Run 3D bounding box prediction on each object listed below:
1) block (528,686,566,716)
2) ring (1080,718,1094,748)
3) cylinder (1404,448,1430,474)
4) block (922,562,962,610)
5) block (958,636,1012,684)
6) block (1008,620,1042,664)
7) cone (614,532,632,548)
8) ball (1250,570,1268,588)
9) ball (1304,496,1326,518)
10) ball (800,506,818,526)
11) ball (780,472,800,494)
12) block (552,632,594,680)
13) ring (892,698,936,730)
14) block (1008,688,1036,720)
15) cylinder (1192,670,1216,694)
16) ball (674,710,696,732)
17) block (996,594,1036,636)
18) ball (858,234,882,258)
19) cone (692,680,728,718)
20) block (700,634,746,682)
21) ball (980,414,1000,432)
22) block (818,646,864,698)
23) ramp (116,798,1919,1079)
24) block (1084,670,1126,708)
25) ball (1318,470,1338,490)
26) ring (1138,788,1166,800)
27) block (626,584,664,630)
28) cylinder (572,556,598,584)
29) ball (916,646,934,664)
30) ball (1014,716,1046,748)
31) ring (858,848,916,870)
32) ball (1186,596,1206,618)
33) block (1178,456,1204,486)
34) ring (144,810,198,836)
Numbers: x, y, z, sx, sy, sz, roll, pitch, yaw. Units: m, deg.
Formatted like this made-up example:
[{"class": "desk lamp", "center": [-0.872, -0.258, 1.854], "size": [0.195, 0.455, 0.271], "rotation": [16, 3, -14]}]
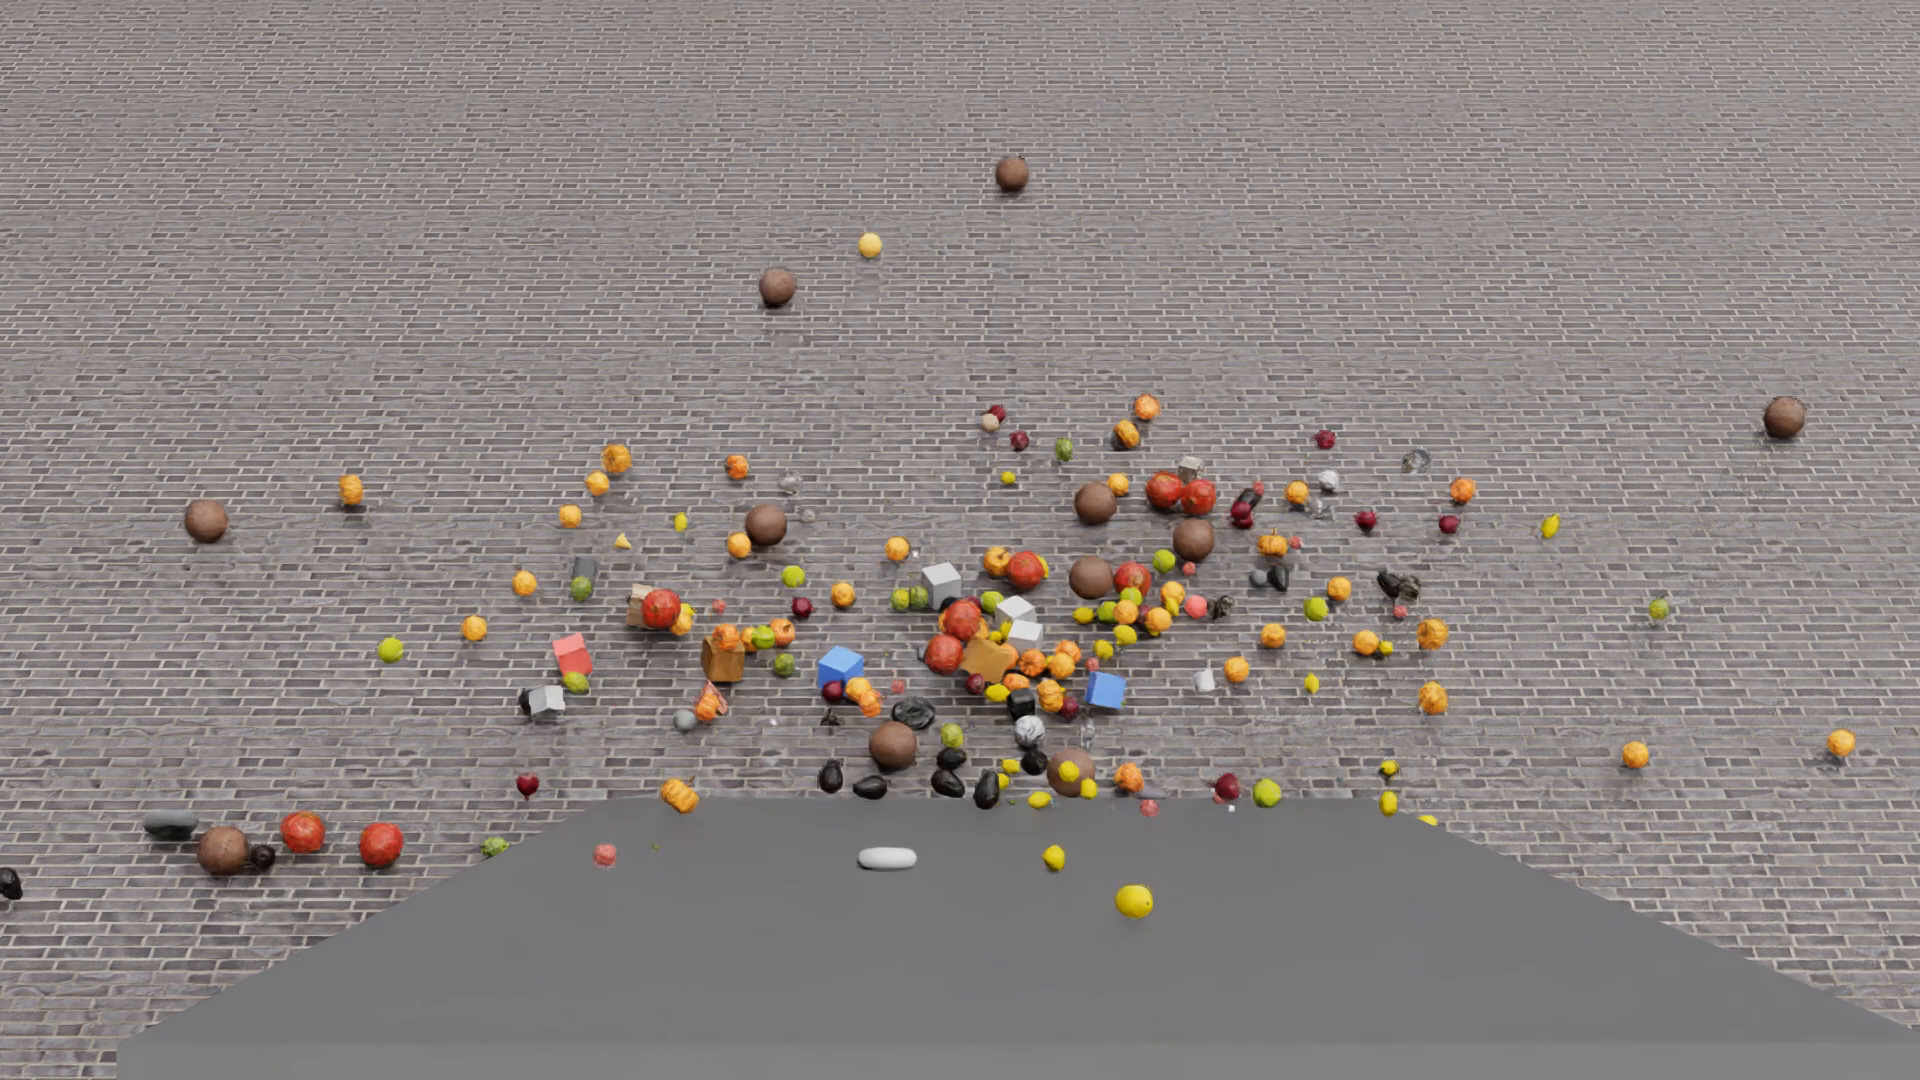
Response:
[{"class": "block", "center": [-1.146, 0.446, 7.201], "size": [0.066, 0.066, 0.066], "rotation": [-22, -19, 33]}, {"class": "ring", "center": [0.349, 0.528, 7.113], "size": [0.029, 0.087, 0.087], "rotation": [3, 35, -6]}, {"class": "cylinder", "center": [1.444, -0.250, 8.214], "size": [0.060, 0.060, 0.060], "rotation": [21, 50, -28]}, {"class": "block", "center": [-0.055, 0.135, 7.674], "size": [0.090, 0.090, 0.090], "rotation": [-14, 38, -19]}, {"class": "block", "center": [0.072, 0.339, 7.343], "size": [0.092, 0.092, 0.092], "rotation": [34, 10, 40]}, {"class": "block", "center": [0.186, 0.292, 7.457], "size": [0.083, 0.083, 0.083], "rotation": [9, 36, 12]}, {"class": "cone", "center": [-1.019, 0.013, 7.906], "size": [0.053, 0.053, 0.053], "rotation": [33, 39, -1]}, {"class": "ball", "center": [0.889, 0.116, 7.732], "size": [0.054, 0.054, 0.054], "rotation": [0, 35, 0]}, {"class": "ball", "center": [1.099, -0.102, 8.031], "size": [0.066, 0.066, 0.066], "rotation": [0, 35, 0]}, {"class": "ball", "center": [-0.466, -0.074, 7.999], "size": [0.058, 0.058, 0.058], "rotation": [0, 35, 0]}, {"class": "ball", "center": [-0.533, -0.181, 8.143], "size": [0.068, 0.068, 0.068], "rotation": [0, 35, 0]}, {"class": "block", "center": [-1.096, 0.331, 7.361], "size": [0.085, 0.085, 0.085], "rotation": [-19, 30, -6]}, {"class": "ring", "center": [-0.129, 0.484, 7.220], "size": [0.123, 0.041, 0.123], "rotation": [1, 35, 0]}, {"class": "block", "center": [0.171, 0.457, 7.241], "size": [0.060, 0.060, 0.060], "rotation": [-13, 37, -17]}, {"class": "cylinder", "center": [0.684, 0.397, 7.271], "size": [0.055, 0.055, 0.055], "rotation": [-8, 78, -12]}, {"class": "ball", "center": [-0.760, 0.497, 7.165], "size": [0.061, 0.061, 0.061], "rotation": [0, 35, 0]}, {"class": "block", "center": [0.160, 0.226, 7.552], "size": [0.082, 0.082, 0.082], "rotation": [-26, 42, -32]}, {"class": "ball", "center": [-0.324, -1.065, 9.386], "size": [0.086, 0.086, 0.086], "rotation": [0, 35, 0]}, {"class": "cone", "center": [-0.700, 0.426, 7.252], "size": [0.099, 0.099, 0.099], "rotation": [0, 35, 0]}, {"class": "block", "center": [-0.671, 0.333, 7.341], "size": [0.096, 0.096, 0.096], "rotation": [0, 30, -22]}, {"class": "ball", "center": [0.096, -0.379, 8.429], "size": [0.062, 0.062, 0.062], "rotation": [0, 35, 0]}, {"class": "block", "center": [-0.336, 0.372, 7.335], "size": [0.091, 0.091, 0.091], "rotation": [20, 40, 26]}, {"class": "ramp", "center": [0.077, 0.665, 4.838], "size": [2.000, 0.100, 4.000], "rotation": [0, -2, 0]}, {"class": "block", "center": [0.405, 0.417, 7.234], "size": [0.084, 0.084, 0.084], "rotation": [11, 1, -10]}, {"class": "ball", "center": [1.156, -0.188, 8.157], "size": [0.063, 0.063, 0.063], "rotation": [0, 35, 0]}, {"class": "ring", "center": [0.501, 0.665, 6.792], "size": [0.078, 0.026, 0.078], "rotation": [1, -3, 0]}, {"class": "block", "center": [-0.916, 0.194, 7.558], "size": [0.091, 0.091, 0.091], "rotation": [12, 23, -9]}, {"class": "cylinder", "center": [-1.117, 0.088, 7.737], "size": [0.069, 0.069, 0.069], "rotation": [11, 6, -1]}, {"class": "ball", "center": [-0.099, 0.328, 7.434], "size": [0.050, 0.050, 0.050], "rotation": [0, 35, 0]}, {"class": "ball", "center": [0.190, 0.524, 7.122], "size": [0.088, 0.088, 0.088], "rotation": [0, 35, 0]}, {"class": "ring", "center": [-0.138, 0.598, 4.874], "size": [0.111, 0.037, 0.111], "rotation": [1, -3, 0]}, {"class": "ball", "center": [0.693, 0.197, 7.605], "size": [0.067, 0.067, 0.067], "rotation": [0, 35, 0]}, {"class": "block", "center": [0.728, -0.219, 8.204], "size": [0.060, 0.060, 0.060], "rotation": [15, 38, 21]}, {"class": "ring", "center": [-2.062, 0.739, 6.786], "size": [0.137, 0.137, 0.046], "rotation": [-5, 69, -7]}]
